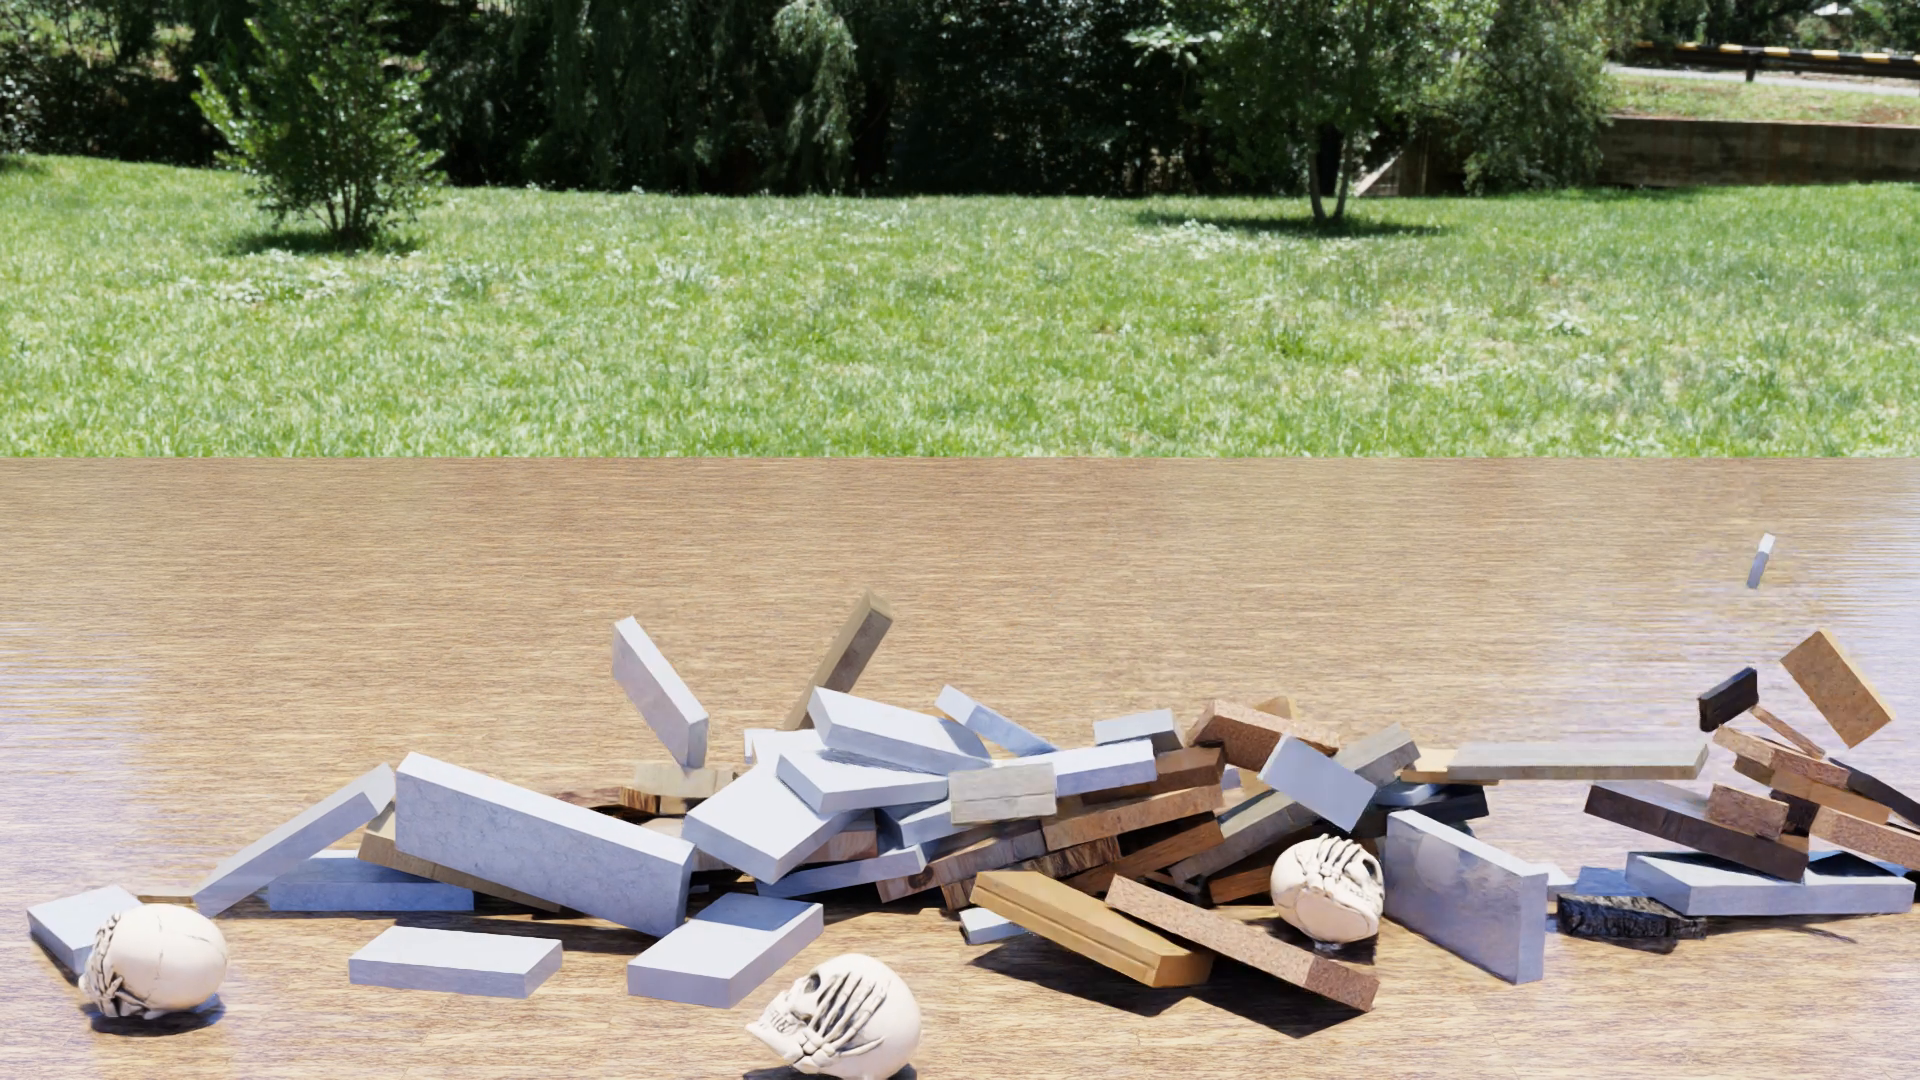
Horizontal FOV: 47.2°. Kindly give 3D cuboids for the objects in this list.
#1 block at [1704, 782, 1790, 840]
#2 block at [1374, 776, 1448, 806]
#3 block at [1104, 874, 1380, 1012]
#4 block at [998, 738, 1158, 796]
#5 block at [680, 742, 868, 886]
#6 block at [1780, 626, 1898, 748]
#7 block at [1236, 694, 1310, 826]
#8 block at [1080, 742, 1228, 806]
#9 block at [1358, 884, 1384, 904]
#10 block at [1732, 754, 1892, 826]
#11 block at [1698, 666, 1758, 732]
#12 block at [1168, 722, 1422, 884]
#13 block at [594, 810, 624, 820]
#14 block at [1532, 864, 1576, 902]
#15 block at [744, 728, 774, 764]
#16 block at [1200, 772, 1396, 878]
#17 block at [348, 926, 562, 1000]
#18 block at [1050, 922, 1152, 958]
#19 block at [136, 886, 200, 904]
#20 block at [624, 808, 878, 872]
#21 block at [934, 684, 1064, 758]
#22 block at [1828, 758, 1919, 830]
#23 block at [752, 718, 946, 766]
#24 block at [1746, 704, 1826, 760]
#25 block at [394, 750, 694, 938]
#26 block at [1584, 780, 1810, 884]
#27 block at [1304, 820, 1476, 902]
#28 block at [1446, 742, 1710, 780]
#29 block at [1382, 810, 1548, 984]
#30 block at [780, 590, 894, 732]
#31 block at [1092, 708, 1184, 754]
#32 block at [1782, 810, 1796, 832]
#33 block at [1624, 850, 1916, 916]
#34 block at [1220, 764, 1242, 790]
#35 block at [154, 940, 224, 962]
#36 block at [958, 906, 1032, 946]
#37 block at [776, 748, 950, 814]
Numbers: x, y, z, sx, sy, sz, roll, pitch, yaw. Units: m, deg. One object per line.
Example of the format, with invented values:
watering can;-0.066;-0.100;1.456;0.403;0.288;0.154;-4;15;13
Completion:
block;1.272;0.438;3.558;0.119;0.059;0.017;17;13;15
block;0.762;0.401;3.641;0.154;0.022;0.077;-22;12;-40
block;0.414;0.596;3.271;0.169;0.048;0.400;28;-8;-41
block;0.191;0.378;3.603;0.257;0.036;0.128;-10;10;4
block;-0.286;0.433;3.518;0.167;0.047;0.334;24;23;18
block;1.370;0.230;3.430;0.024;0.172;0.086;-15;-26;-43
block;0.556;0.413;3.840;0.128;0.257;0.036;-24;-20;29
block;0.320;0.386;3.628;0.230;0.033;0.115;-12;11;16
block;0.765;0.551;3.660;0.213;0.030;0.107;-13;10;5
block;1.413;0.413;3.649;0.227;0.032;0.113;19;5;-13
block;1.274;0.265;3.646;0.126;0.063;0.018;-25;27;-26
block;0.544;0.434;3.637;0.449;0.033;0.115;-28;10;5
block;-0.670;0.473;3.607;0.210;0.030;0.105;-1;11;11
block;0.904;0.574;3.671;0.213;0.030;0.107;-1;11;-5
block;-0.410;0.424;4.515;0.063;0.018;0.200;-1;11;-6
block;0.554;0.459;3.648;0.355;0.022;0.077;-28;9;7
block;-0.758;0.636;3.314;0.281;0.040;0.140;2;11;12
block;0.225;0.616;3.465;0.085;0.024;0.169;8;13;36
block;-1.310;0.588;3.644;0.093;0.013;0.046;1;11;4
block;-0.414;0.495;3.623;0.550;0.047;0.166;-4;11;-3
block;0.176;0.386;3.791;0.464;0.042;0.147;31;-2;-23
block;1.588;0.447;3.740;0.227;0.032;0.113;28;2;-19
block;-0.177;0.383;3.786;0.344;0.049;0.172;-4;25;-11
block;1.379;0.319;3.669;0.126;0.018;0.063;35;7;2
block;-0.655;0.481;3.448;0.477;0.172;0.049;17;36;8
block;1.220;0.465;3.640;0.348;0.049;0.174;18;12;18
block;0.710;0.525;3.663;0.281;0.040;0.140;-16;9;3
block;0.972;0.350;3.478;0.394;0.024;0.086;-4;18;33
block;0.780;0.550;3.420;0.048;0.169;0.338;-4;11;-25
block;-0.264;0.304;4.131;0.047;0.434;0.167;31;6;-10
block;0.328;0.369;3.831;0.130;0.037;0.404;-11;-20;9
block;1.315;0.447;3.634;0.119;0.017;0.059;15;19;7
block;1.323;0.559;3.596;0.425;0.049;0.174;2;9;-17
block;0.411;0.459;4.260;0.293;0.042;0.147;-7;13;-33
block;-1.190;0.634;3.396;0.093;0.013;0.046;-1;11;-6
block;0.089;0.597;3.486;0.169;0.024;0.085;-11;13;-8
block;-0.157;0.386;3.597;0.261;0.037;0.131;-1;25;-40
